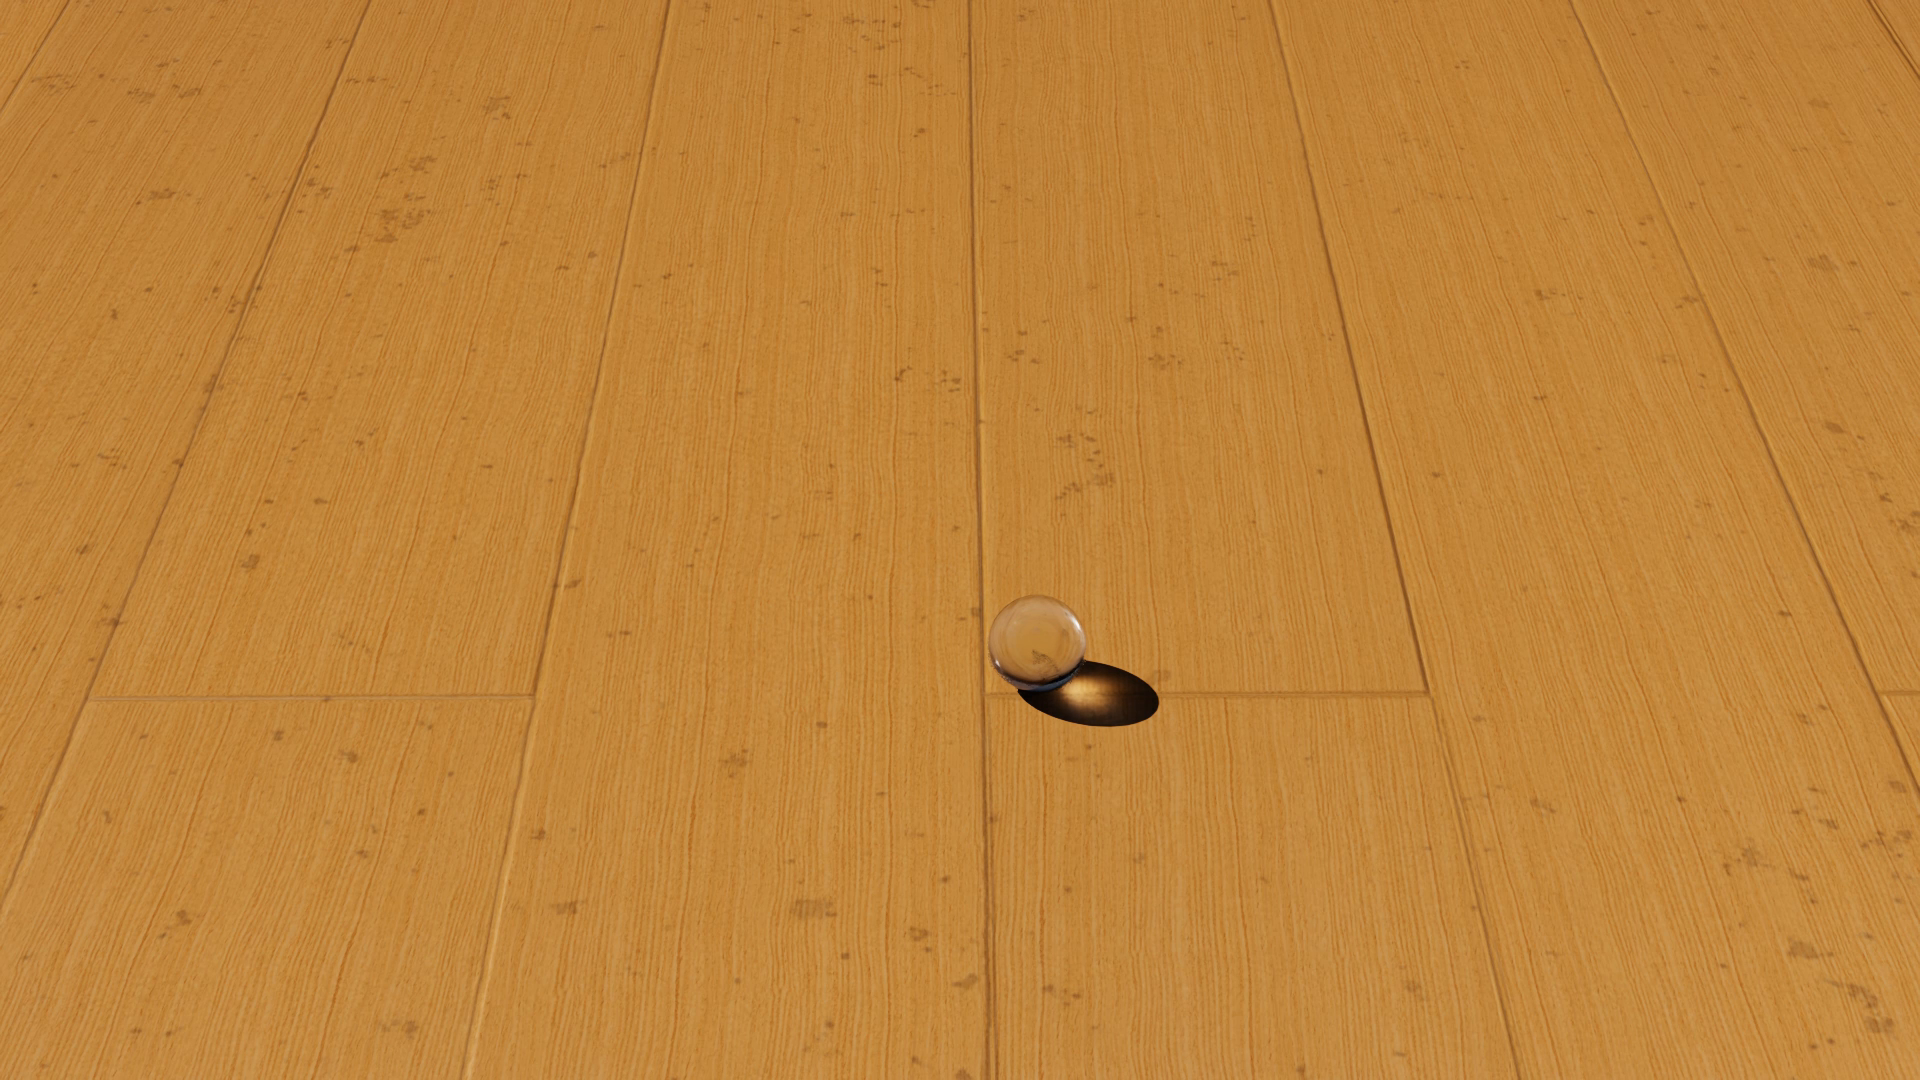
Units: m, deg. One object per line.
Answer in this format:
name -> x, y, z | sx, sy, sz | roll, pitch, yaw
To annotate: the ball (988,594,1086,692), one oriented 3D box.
ball -> 0.043, 0.058, 1.426 | 0.054, 0.054, 0.054 | 0, 37, 0
